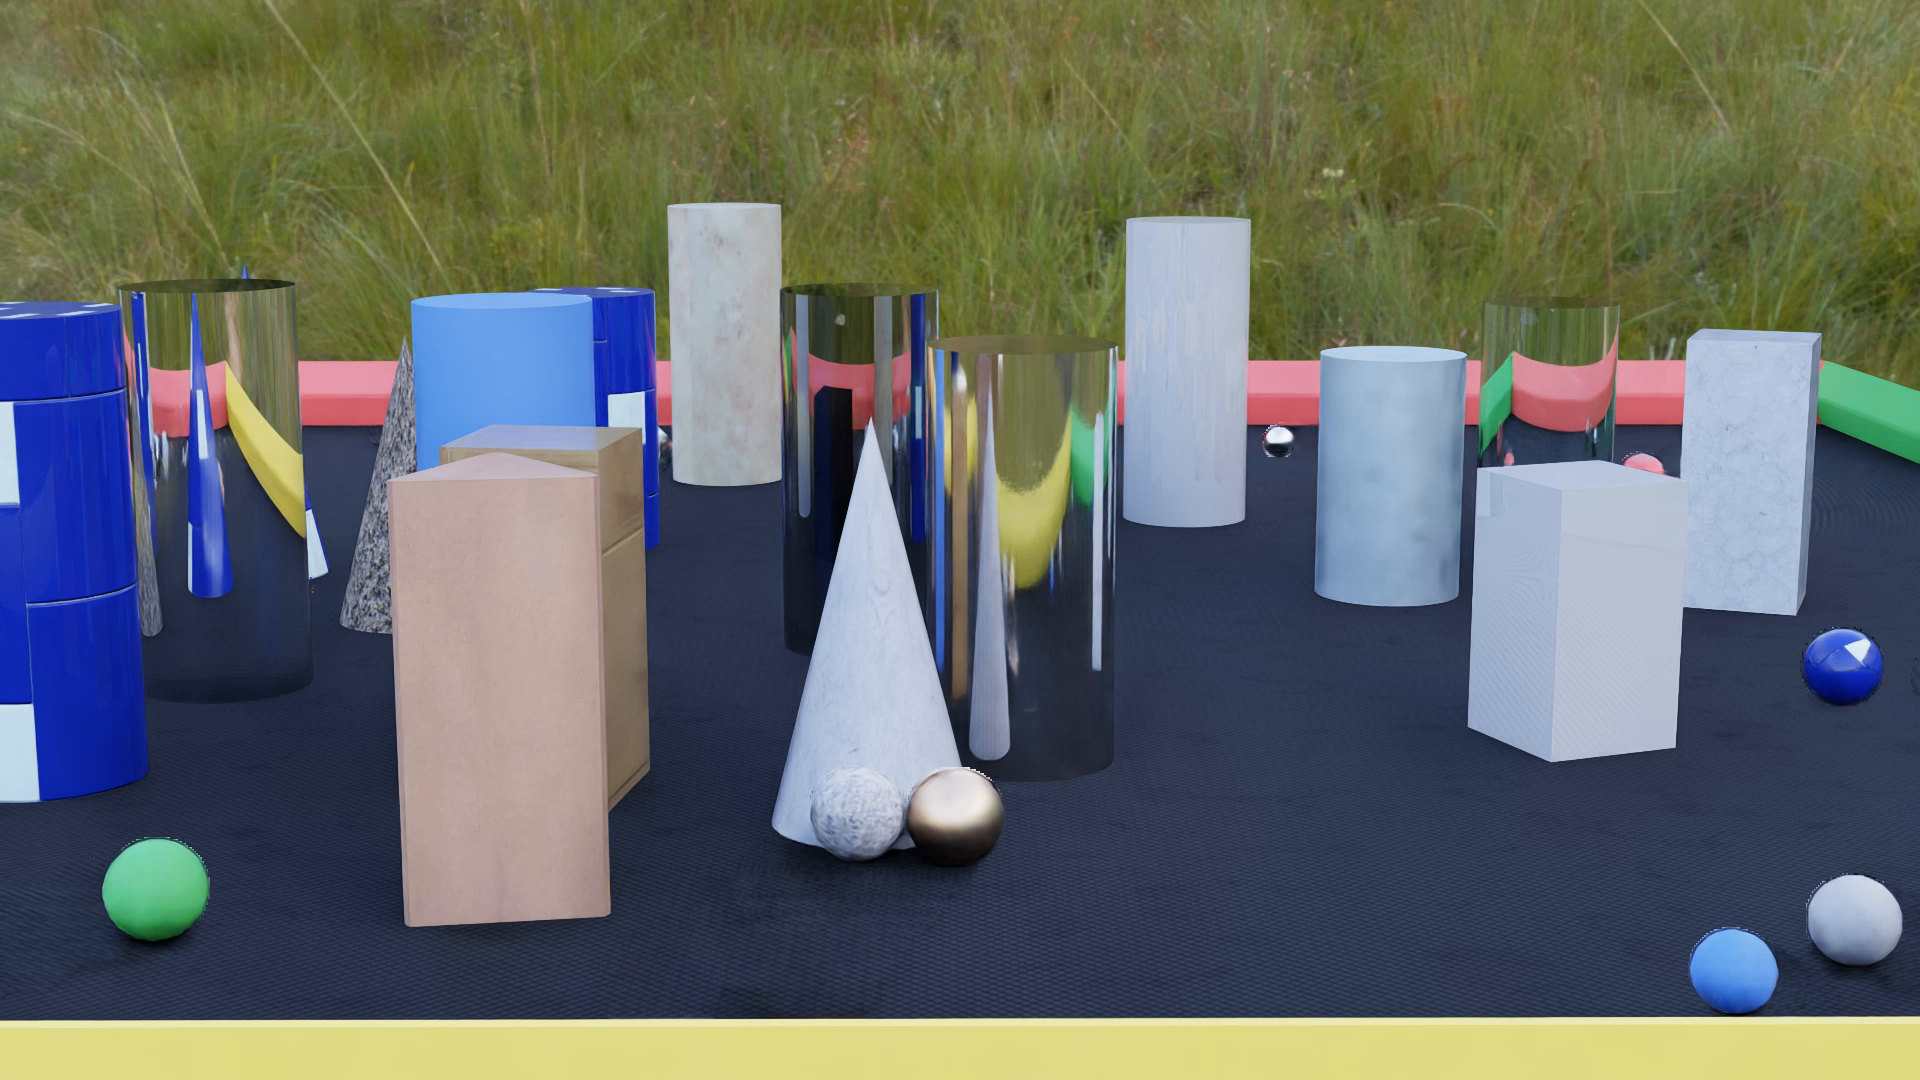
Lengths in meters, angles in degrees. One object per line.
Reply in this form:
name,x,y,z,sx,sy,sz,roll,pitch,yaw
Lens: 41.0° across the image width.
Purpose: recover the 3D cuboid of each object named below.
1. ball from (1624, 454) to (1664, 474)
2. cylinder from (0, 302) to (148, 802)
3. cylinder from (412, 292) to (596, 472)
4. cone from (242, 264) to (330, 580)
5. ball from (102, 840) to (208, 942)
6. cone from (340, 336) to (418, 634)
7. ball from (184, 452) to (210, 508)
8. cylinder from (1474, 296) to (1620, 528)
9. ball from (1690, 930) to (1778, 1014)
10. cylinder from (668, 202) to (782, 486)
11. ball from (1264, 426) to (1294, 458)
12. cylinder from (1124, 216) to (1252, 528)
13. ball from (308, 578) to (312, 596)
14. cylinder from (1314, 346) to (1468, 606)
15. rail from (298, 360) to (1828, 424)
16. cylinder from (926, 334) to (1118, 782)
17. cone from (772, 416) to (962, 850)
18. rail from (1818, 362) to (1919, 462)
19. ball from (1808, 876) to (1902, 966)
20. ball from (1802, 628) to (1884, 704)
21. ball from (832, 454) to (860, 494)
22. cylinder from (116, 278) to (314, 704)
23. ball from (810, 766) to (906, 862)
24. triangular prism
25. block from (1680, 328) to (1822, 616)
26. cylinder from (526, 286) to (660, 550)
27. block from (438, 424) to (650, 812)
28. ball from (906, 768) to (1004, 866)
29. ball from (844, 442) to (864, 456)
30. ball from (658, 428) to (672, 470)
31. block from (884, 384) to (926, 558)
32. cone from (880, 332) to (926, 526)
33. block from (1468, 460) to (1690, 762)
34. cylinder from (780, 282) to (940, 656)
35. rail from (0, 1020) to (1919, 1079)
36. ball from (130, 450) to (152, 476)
ball,1.169,-0.111,4.396,0.073,0.073,0.073,0,10,0
cylinder,-0.947,0.007,2.622,0.200,0.484,0.200,0,10,0
cylinder,-0.511,-0.037,2.907,0.200,0.468,0.200,0,10,0
cone,-1.019,-0.174,3.694,0.200,0.451,0.200,0,10,0
ball,-0.678,0.295,2.162,0.085,0.085,0.085,0,10,0
cone,-0.728,-0.083,3.397,0.200,0.380,0.200,0,10,0
ball,-1.231,-0.095,4.238,0.098,0.098,0.098,0,10,0
cylinder,0.878,-0.166,3.845,0.200,0.380,0.200,0,10,0
ball,0.602,0.336,1.996,0.065,0.065,0.065,0,10,0
cylinder,-0.415,-0.351,4.560,0.200,0.483,0.200,0,10,0
ball,0.601,-0.184,4.827,0.058,0.058,0.058,0,10,0
cylinder,0.366,-0.276,4.156,0.200,0.483,0.200,0,10,0
ball,-0.906,0.067,3.458,0.063,0.063,0.063,0,10,0
cylinder,0.598,-0.092,3.569,0.200,0.335,0.200,0,10,0
rail,-0.010,-0.298,5.239,3.576,0.130,0.045,0,10,0
cylinder,0.065,0.014,2.699,0.200,0.442,0.200,0,10,0
cone,-0.085,0.078,2.474,0.200,0.398,0.200,0,10,0
rail,1.764,0.032,3.459,0.045,0.130,3.689,0,10,0
ball,0.733,0.312,2.102,0.074,0.074,0.074,0,10,0
ball,1.019,0.146,2.961,0.088,0.088,0.088,0,10,0
ball,-0.185,-0.113,4.418,0.069,0.069,0.069,0,10,0
cylinder,-0.875,-0.062,3.021,0.200,0.475,0.200,0,10,0
ball,-0.094,0.253,2.371,0.088,0.088,0.088,0,10,0
triangular prism,-0.402,0.125,2.253,0.173,0.386,0.150,-2,11,-9
block,1.079,-0.097,3.513,0.160,0.365,0.160,4,11,22
cylinder,-0.563,-0.185,3.928,0.200,0.388,0.200,0,10,0
block,-0.415,0.075,2.589,0.160,0.362,0.160,1,11,8
ball,-0.004,0.255,2.363,0.090,0.090,0.090,0,10,0
ball,-0.186,-0.154,4.689,0.049,0.049,0.049,0,10,0
ball,-0.559,-0.163,4.616,0.085,0.085,0.085,0,10,0
block,-0.027,-0.110,3.918,0.160,0.242,0.160,-1,11,-8
cone,-0.066,-0.189,4.176,0.200,0.305,0.200,0,10,0
block,0.671,0.073,2.794,0.160,0.292,0.160,-4,11,-21
cylinder,-0.125,-0.091,3.240,0.200,0.451,0.200,0,10,0
rail,0.010,0.364,1.658,3.576,0.130,0.045,0,10,0
ball,-1.478,-0.140,4.615,0.048,0.048,0.048,0,10,0
